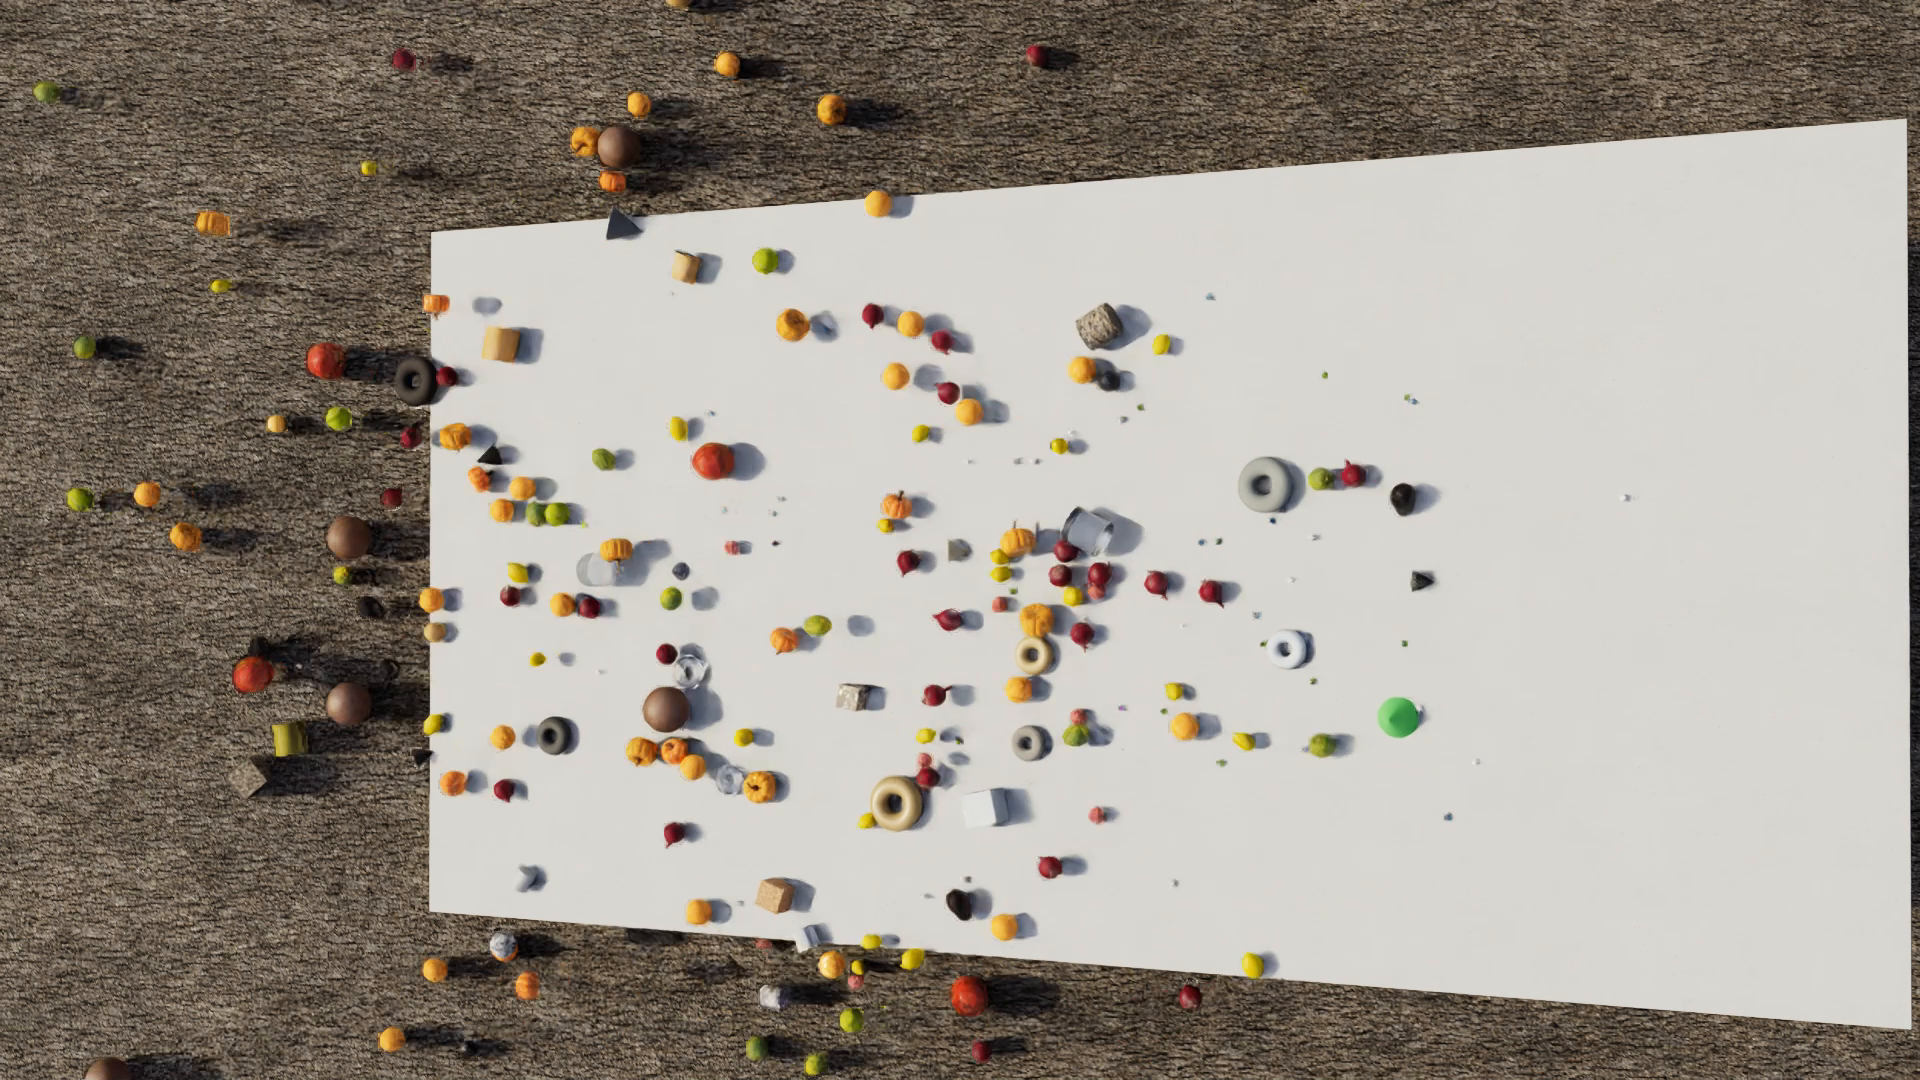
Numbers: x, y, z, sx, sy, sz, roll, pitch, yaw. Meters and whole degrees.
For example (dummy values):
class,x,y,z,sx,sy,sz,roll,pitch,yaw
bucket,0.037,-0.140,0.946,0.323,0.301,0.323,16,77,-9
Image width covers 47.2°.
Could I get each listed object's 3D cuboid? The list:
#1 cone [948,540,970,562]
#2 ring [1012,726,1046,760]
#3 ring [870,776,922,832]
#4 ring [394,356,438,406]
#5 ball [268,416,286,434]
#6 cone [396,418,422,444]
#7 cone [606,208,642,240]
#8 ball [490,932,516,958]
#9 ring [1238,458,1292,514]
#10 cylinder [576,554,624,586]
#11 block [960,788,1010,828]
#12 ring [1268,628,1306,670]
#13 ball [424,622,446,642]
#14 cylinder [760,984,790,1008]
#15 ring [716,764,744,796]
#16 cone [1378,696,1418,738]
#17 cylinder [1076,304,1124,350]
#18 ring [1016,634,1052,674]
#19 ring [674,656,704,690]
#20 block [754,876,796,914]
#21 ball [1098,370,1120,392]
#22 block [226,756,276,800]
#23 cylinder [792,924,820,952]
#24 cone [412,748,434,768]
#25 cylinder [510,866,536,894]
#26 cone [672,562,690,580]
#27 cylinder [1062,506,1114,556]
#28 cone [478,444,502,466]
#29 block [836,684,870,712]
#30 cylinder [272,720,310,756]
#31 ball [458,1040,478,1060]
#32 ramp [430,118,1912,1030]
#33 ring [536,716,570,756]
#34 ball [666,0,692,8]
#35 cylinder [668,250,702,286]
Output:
class,x,y,z,sx,sy,sz,roll,pitch,yaw
cone,-0.001,0.029,5.759,0.061,0.061,0.061,1,89,-2
ring,0.177,0.524,5.671,0.093,0.031,0.093,0,91,24
ring,-0.168,0.698,5.815,0.149,0.050,0.149,0,91,24
ring,-1.600,-0.469,6.477,0.148,0.049,0.148,0,91,25
ball,-2.035,-0.345,6.547,0.055,0.055,0.055,0,89,0
cone,-1.609,-0.338,6.487,0.075,0.075,0.075,-43,90,0
cone,-0.936,-0.878,6.184,0.095,0.095,0.095,14,89,-3
ball,-1.325,1.173,6.376,0.076,0.076,0.076,0,89,0
ring,0.751,-0.134,5.410,0.140,0.047,0.140,-1,88,25
cylinder,-1.012,0.085,6.179,0.094,0.094,0.094,0,89,24
block,0.064,0.693,5.690,0.085,0.085,0.085,-13,84,24
ring,0.801,0.267,5.390,0.100,0.033,0.100,0,89,26
ball,-1.536,0.270,6.432,0.061,0.061,0.061,0,89,0
cylinder,-0.549,1.351,6.510,0.066,0.066,0.066,2,89,26
ring,-0.633,0.658,6.037,0.087,0.029,0.087,-1,88,25
cone,1.034,0.426,5.246,0.099,0.099,0.099,0,89,24
cylinder,0.353,-0.540,5.571,0.089,0.089,0.089,-24,89,29
ring,0.190,0.296,5.665,0.104,0.035,0.104,-1,89,23
ring,-0.752,0.366,6.091,0.095,0.032,0.095,0,90,26
block,-0.500,0.962,5.950,0.071,0.071,0.071,20,97,23
ball,0.378,-0.403,5.576,0.057,0.057,0.057,0,89,0
block,-2.101,0.704,6.519,0.086,0.086,0.086,-39,89,0
cylinder,-0.415,1.072,5.915,0.060,0.060,0.060,-22,81,0
cone,-1.571,0.632,6.463,0.057,0.057,0.057,-19,89,-3
cylinder,-1.251,0.972,6.298,0.056,0.056,0.056,29,104,0
cone,-0.787,0.087,6.099,0.054,0.054,0.054,0,89,24
cylinder,0.323,-0.021,5.575,0.095,0.095,0.095,29,89,22
cone,-1.366,-0.235,6.344,0.065,0.065,0.065,-23,89,-22
block,-0.287,0.419,5.865,0.061,0.061,0.061,10,93,24
cylinder,-1.983,0.587,6.512,0.094,0.094,0.094,-9,89,0
ball,-1.458,1.511,6.525,0.056,0.056,0.056,0,89,0
ramp,0.283,0.083,5.700,4.000,0.100,2.000,0,89,24
ring,-1.158,0.559,6.270,0.110,0.037,0.110,-1,87,26
ball,-0.836,-1.626,6.545,0.089,0.089,0.089,0,89,0
cylinder,-0.759,-0.753,6.079,0.071,0.071,0.071,32,120,0
